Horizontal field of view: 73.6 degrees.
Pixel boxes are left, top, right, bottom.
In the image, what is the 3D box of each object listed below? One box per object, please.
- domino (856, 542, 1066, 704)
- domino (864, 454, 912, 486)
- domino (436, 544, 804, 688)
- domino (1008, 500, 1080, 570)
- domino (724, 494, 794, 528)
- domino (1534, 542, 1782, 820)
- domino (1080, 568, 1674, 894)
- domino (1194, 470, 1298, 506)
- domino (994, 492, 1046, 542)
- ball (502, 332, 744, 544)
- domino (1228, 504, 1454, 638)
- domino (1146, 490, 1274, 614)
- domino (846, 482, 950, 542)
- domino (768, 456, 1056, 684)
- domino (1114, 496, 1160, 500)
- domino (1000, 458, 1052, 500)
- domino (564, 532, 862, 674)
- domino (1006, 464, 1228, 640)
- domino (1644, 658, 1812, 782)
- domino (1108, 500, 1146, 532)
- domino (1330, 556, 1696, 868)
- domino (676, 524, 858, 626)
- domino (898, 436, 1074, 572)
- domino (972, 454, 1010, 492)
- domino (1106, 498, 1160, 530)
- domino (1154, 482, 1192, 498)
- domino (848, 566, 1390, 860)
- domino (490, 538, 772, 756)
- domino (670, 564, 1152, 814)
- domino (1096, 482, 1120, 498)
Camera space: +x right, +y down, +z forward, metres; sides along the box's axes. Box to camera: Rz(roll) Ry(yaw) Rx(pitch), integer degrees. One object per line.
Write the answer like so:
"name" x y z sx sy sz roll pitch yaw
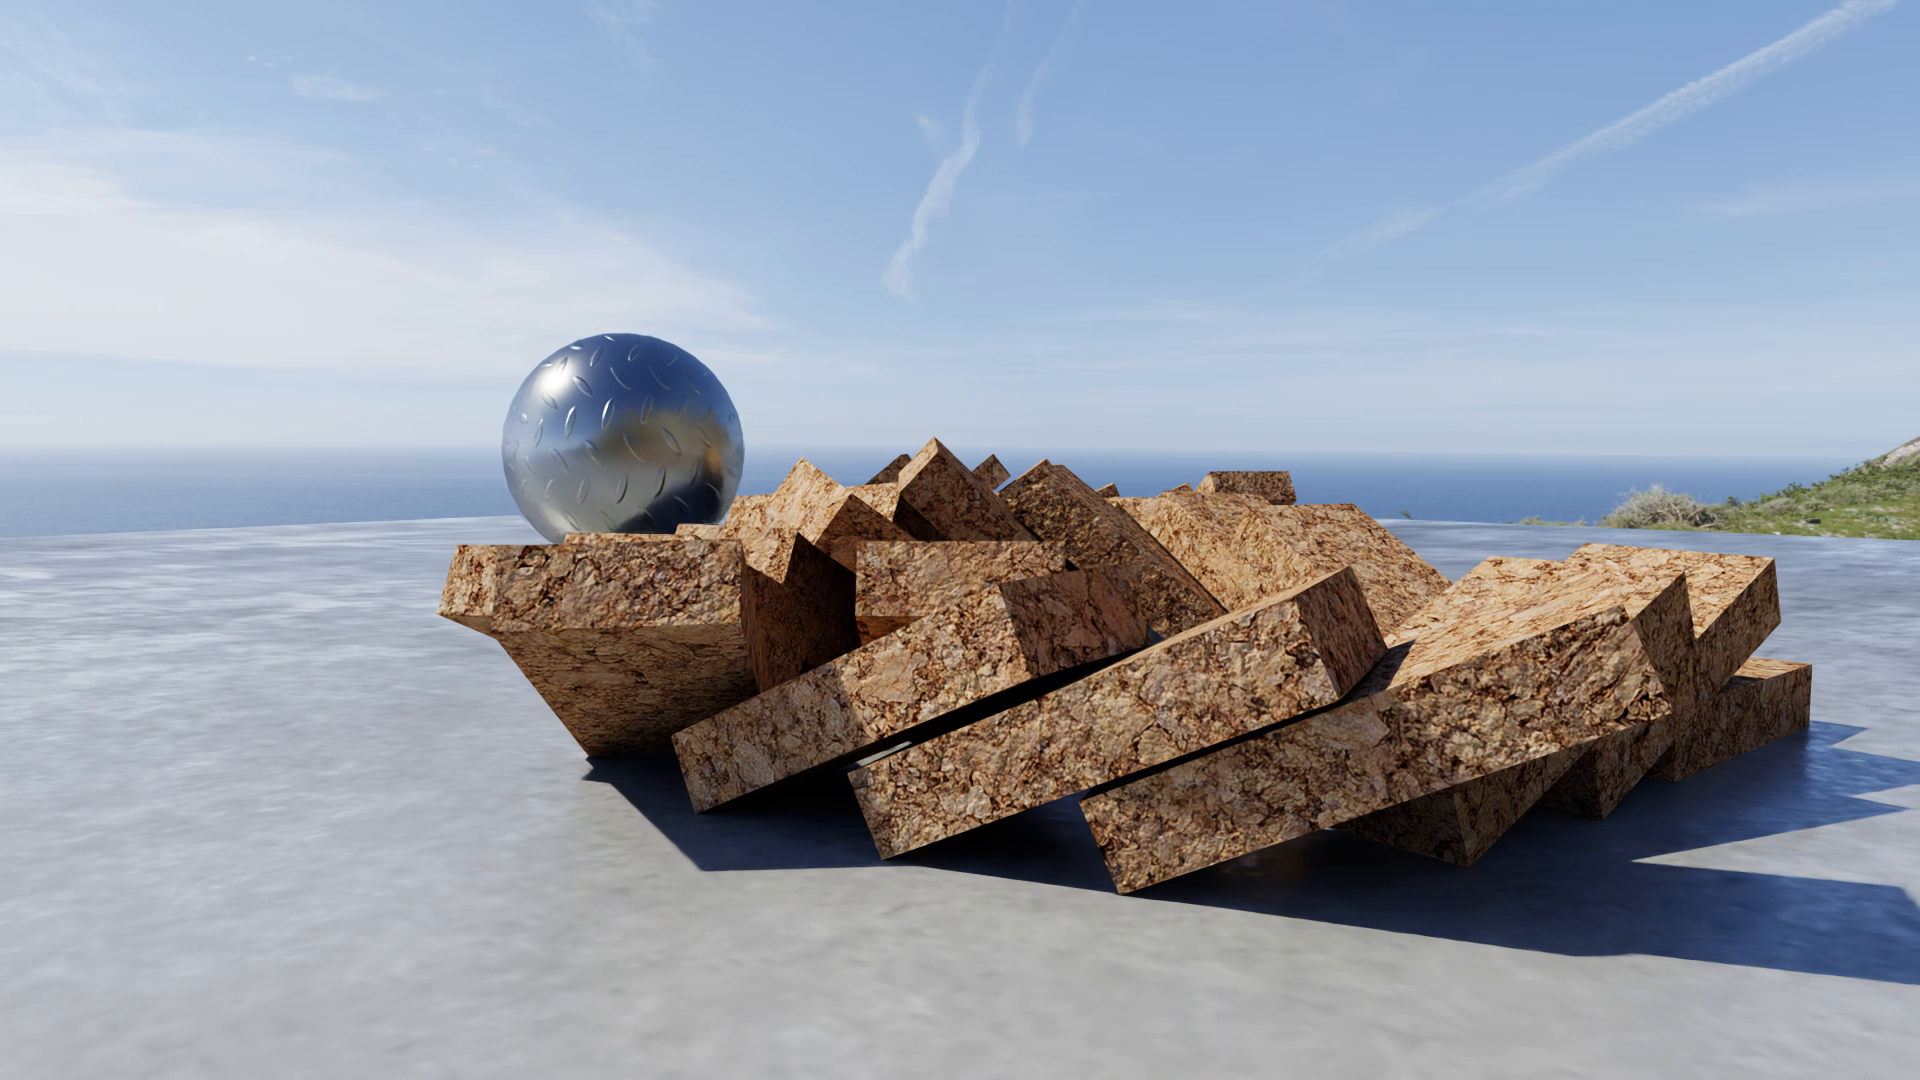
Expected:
"domino" 0.000 0.014 0.176 0.025 0.009 0.050 0 -22 0
"domino" -0.035 -0.010 0.438 0.050 0.009 0.025 -39 2 5
"domino" -0.046 0.014 0.182 0.025 0.010 0.050 0 -21 23
"domino" 0.022 0.005 0.296 0.025 0.009 0.050 3 -21 32
"domino" -0.019 0.007 0.245 0.025 0.009 0.050 -2 -27 37
"domino" 0.082 0.016 0.167 0.050 0.009 0.025 -29 21 -32
"domino" 0.039 0.018 0.124 0.050 0.010 0.025 -25 -4 22
"domino" 0.077 -0.004 0.384 0.025 0.009 0.050 -1 -28 -16
"domino" 0.008 0.005 0.276 0.025 0.010 0.050 3 -25 32
"ball" -0.114 -0.030 0.438 0.080 0.080 0.080 0 4 0
"domino" 0.070 0.011 0.214 0.025 0.009 0.050 -2 32 -26
"domino" 0.059 0.008 0.237 0.025 0.010 0.050 1 32 -31
"domino" -0.006 0.005 0.258 0.025 0.010 0.050 -3 -28 40
"domino" -0.006 0.007 0.211 0.050 0.009 0.025 36 -1 -29
"domino" 0.061 0.001 0.359 0.025 0.010 0.050 2 -18 24
"domino" 0.011 -0.009 0.437 0.050 0.009 0.025 -36 2 2
"domino" -0.038 0.012 0.206 0.025 0.009 0.050 1 -20 29
"domino" 0.033 0.005 0.239 0.050 0.009 0.025 40 13 9
"domino" 0.101 0.024 0.187 0.050 0.009 0.025 -4 6 -40
"domino" 0.036 0.004 0.316 0.025 0.009 0.050 3 -20 32
"domino" 0.061 0.018 0.151 0.050 0.009 0.025 -29 20 -31
"domino" -0.026 0.011 0.227 0.025 0.010 0.050 3 -19 30
"domino" 0.010 0.003 0.229 0.050 0.010 0.025 43 6 -9
"domino" -0.005 -0.010 0.437 0.050 0.010 0.025 -39 2 5
"domino" 0.049 0.003 0.336 0.025 0.010 0.050 2 -19 30
"domino" 0.055 -0.005 0.430 0.050 0.009 0.025 -24 -1 10
"domino" 0.016 0.018 0.131 0.050 0.010 0.025 -26 -7 27
"domino" -0.037 0.015 0.155 0.025 0.010 0.050 -2 -24 -5
"domino" -0.006 0.017 0.145 0.050 0.009 0.025 -27 -12 34
"domino" 0.031 -0.005 0.434 0.050 0.009 0.025 -24 1 8
